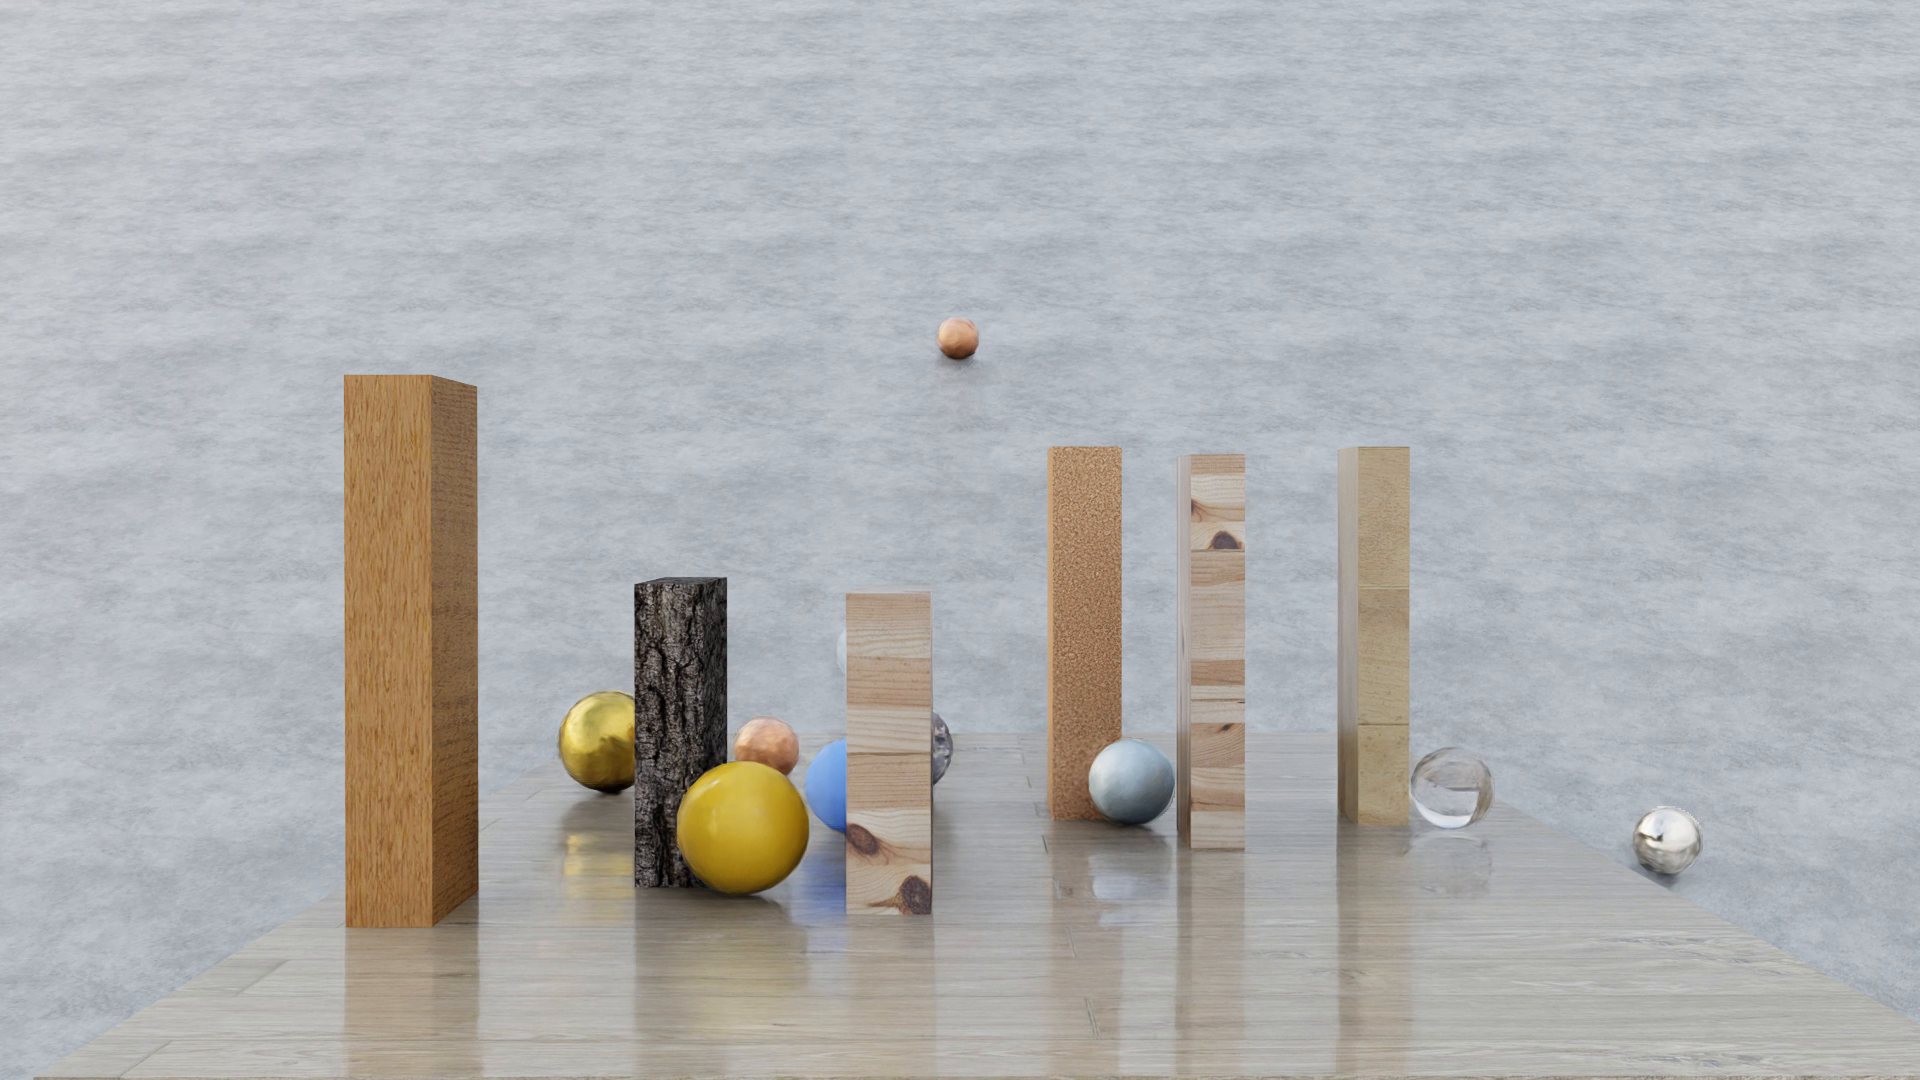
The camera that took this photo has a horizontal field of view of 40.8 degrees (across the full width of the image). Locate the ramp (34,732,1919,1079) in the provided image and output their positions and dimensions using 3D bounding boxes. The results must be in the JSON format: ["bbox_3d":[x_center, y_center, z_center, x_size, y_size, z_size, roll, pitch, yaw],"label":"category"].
[{"bbox_3d":[0.063,0.567,4.607,2.000,0.100,4.000,0,1,0],"label":"ramp"}]

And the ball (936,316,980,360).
[{"bbox_3d":[-0.006,-0.694,8.872,0.148,0.148,0.148,0,28,0],"label":"ball"}]

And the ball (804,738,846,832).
[{"bbox_3d":[-0.191,0.434,4.573,0.168,0.168,0.168,0,28,0],"label":"ball"}]

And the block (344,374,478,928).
[{"bbox_3d":[-0.783,0.150,3.706,0.119,0.756,0.343,0,1,0],"label":"block"}]

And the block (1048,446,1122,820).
[{"bbox_3d":[0.234,0.170,4.894,0.127,0.687,0.282,0,1,0],"label":"block"}]

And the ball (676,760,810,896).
[{"bbox_3d":[-0.323,0.427,3.836,0.199,0.199,0.199,0,28,0],"label":"ball"}]

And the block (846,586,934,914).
[{"bbox_3d":[-0.101,0.300,3.837,0.119,0.453,0.388,0,1,0],"label":"block"}]

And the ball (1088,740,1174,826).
[{"bbox_3d":[0.310,0.438,4.680,0.155,0.155,0.155,0,28,0],"label":"ball"}]

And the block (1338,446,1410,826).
[{"bbox_3d":[0.765,0.172,4.791,0.093,0.685,0.252,0,1,0],"label":"block"}]

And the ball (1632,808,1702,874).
[{"bbox_3d":[1.695,0.722,6.196,0.159,0.159,0.159,0,28,0],"label":"ball"}]

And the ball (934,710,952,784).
[{"bbox_3d":[-0.110,0.415,5.162,0.191,0.191,0.191,0,28,0],"label":"ball"}]

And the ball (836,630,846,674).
[{"bbox_3d":[-0.250,0.302,6.971,0.173,0.173,0.173,0,28,0],"label":"ball"}]

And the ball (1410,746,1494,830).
[{"bbox_3d":[0.879,0.443,4.617,0.147,0.147,0.147,0,28,0],"label":"ball"}]

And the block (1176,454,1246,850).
[{"bbox_3d":[0.432,0.187,4.469,0.091,0.664,0.280,0,1,0],"label":"block"}]

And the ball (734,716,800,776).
[{"bbox_3d":[-0.405,0.439,5.407,0.138,0.138,0.138,0,28,0],"label":"ball"}]

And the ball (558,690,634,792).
[{"bbox_3d":[-0.711,0.408,5.229,0.205,0.205,0.205,0,28,0],"label":"ball"}]

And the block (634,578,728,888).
[{"bbox_3d":[-0.441,0.294,4.114,0.104,0.459,0.409,0,1,0],"label":"block"}]
